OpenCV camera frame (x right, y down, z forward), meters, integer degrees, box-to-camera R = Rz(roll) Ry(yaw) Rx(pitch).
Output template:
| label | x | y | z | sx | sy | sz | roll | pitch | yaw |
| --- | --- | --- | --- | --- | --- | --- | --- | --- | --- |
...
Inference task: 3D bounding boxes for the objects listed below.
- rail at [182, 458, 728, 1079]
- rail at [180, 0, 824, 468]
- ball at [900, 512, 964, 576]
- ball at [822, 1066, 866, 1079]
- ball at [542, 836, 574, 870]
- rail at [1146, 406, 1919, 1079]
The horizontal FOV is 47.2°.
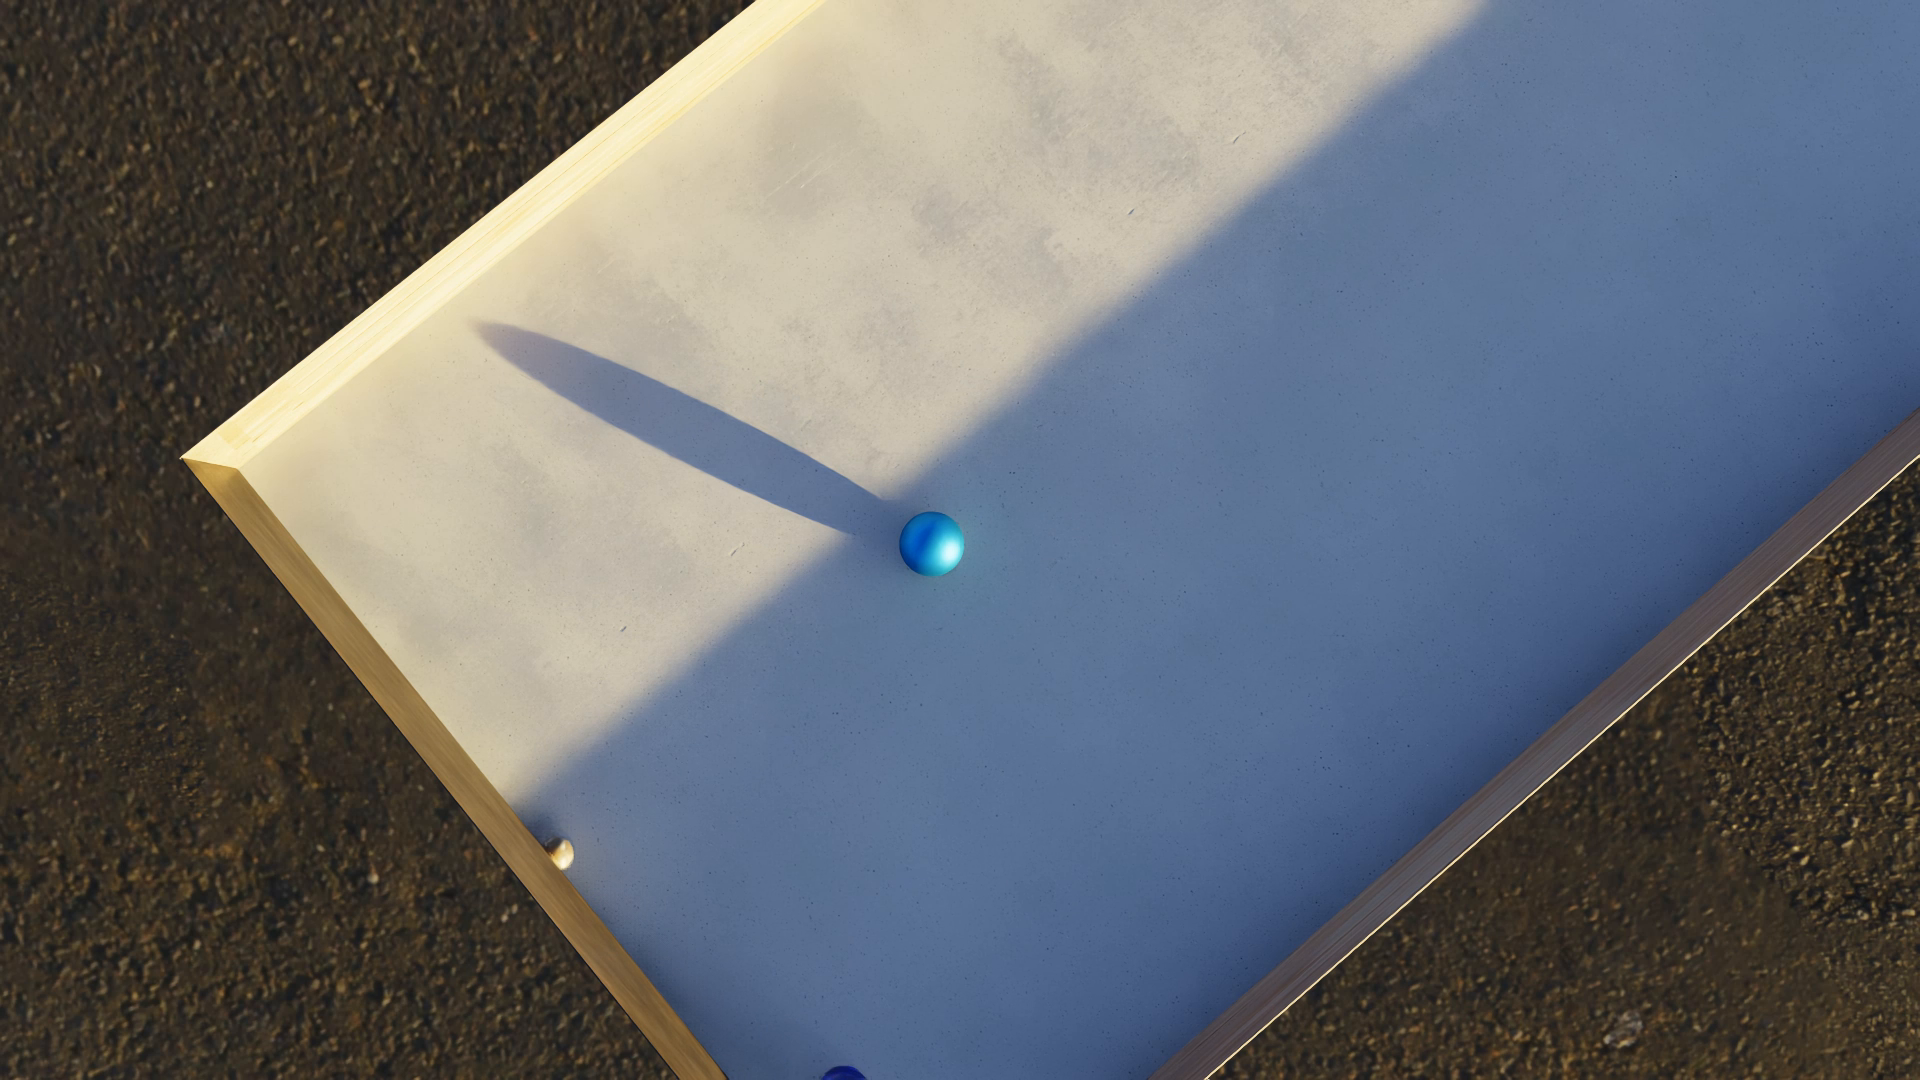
| label | x | y | z | sx | sy | sz | roll | pitch | yaw |
| --- | --- | --- | --- | --- | --- | --- | --- | --- | --- |
| rail | -0.593 | 0.490 | 3.167 | 0.045 | 0.126 | 1.626 | -40 | 84 | -5 |
| rail | 0.103 | -1.110 | 3.402 | 3.195 | 0.126 | 0.045 | -40 | 84 | -5 |
| ball | -0.042 | 0.006 | 3.254 | 0.097 | 0.097 | 0.097 | 0 | 82 | 0 |
| ball | -0.167 | 0.792 | 3.150 | 0.075 | 0.075 | 0.075 | 0 | 82 | 0 |
| ball | -0.590 | 0.458 | 3.212 | 0.049 | 0.049 | 0.049 | 0 | 82 | 0 |
| rail | 1.119 | 0.085 | 3.227 | 3.195 | 0.126 | 0.045 | -40 | 84 | -5 |
